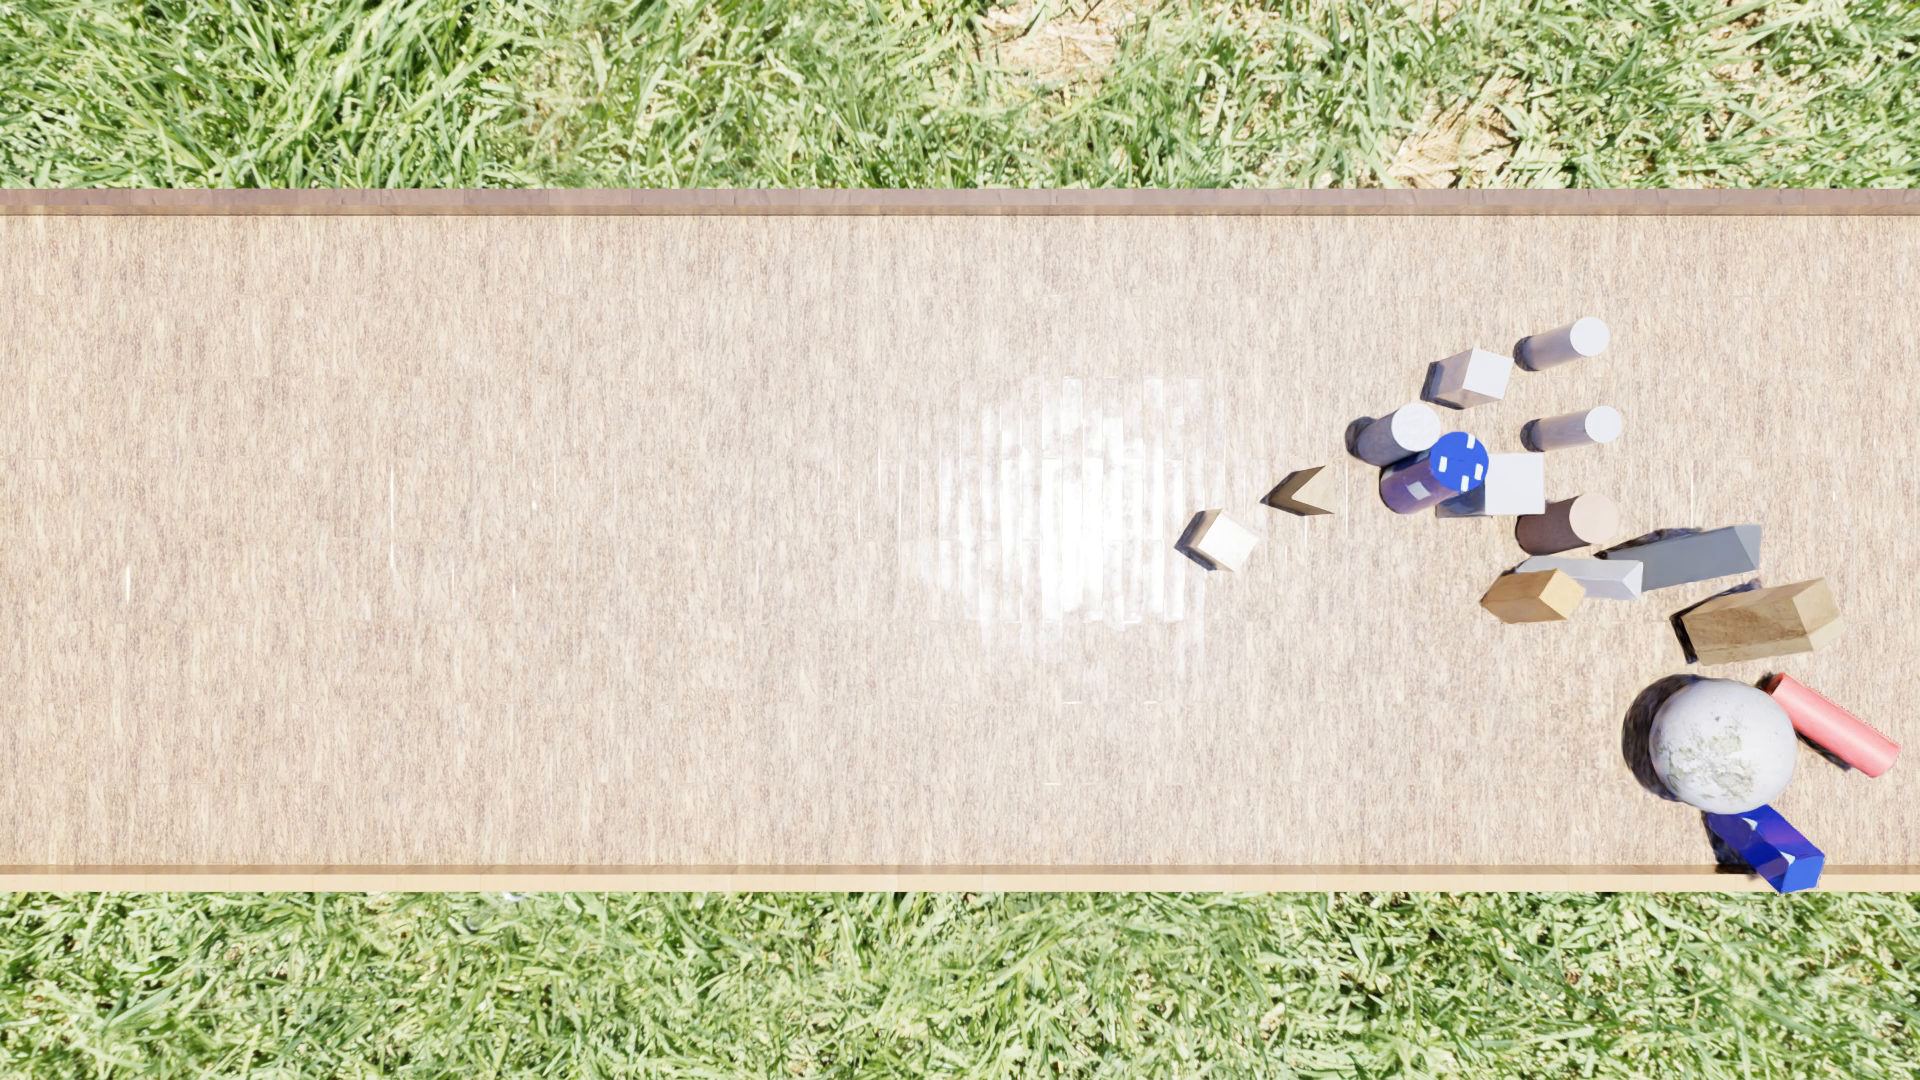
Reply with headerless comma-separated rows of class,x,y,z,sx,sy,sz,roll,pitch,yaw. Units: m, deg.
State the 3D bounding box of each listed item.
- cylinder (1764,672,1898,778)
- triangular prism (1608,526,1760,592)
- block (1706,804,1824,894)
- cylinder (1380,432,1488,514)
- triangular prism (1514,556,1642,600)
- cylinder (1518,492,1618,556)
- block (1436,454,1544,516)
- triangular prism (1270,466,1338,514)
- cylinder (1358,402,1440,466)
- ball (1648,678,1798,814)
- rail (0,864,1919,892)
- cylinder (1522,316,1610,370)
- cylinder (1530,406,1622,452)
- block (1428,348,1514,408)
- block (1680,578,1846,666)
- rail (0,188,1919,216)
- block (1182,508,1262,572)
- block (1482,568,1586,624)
cylinder,2.618,0.559,4.980,0.381,0.122,0.122,35,90,11
triangular prism,2.153,0.032,4.878,0.128,0.405,0.148,-39,102,-36
block,2.382,0.884,4.888,0.117,0.346,0.117,-7,118,-11
cylinder,1.392,-0.192,4.860,0.172,0.410,0.172,1,81,-5
triangular prism,1.850,0.098,4.918,0.114,0.358,0.098,39,69,-32
cylinder,1.799,-0.043,4.894,0.148,0.346,0.148,1,83,-6
block,1.565,-0.160,4.886,0.173,0.366,0.173,-1,90,-5
triangular prism,1.034,-0.156,4.896,0.139,0.361,0.120,18,90,0
cylinder,1.287,-0.305,4.856,0.137,0.434,0.137,0,87,1
ball,2.250,0.608,4.871,0.399,0.399,0.399,0,90,0
rail,-2.247,1.025,5.001,12.000,0.150,0.050,0,90,0
cylinder,1.787,-0.577,4.878,0.111,0.397,0.111,0,90,0
cylinder,1.809,-0.325,4.856,0.104,0.441,0.104,0,90,0
block,1.514,-0.477,4.902,0.120,0.348,0.120,16,90,0
block,2.366,0.246,4.869,0.163,0.383,0.163,-23,90,-28
rail,-2.247,-1.025,5.002,12.000,0.150,0.050,0,90,0
block,0.774,0.001,4.902,0.133,0.350,0.133,33,90,0
block,1.695,0.170,4.890,0.104,0.355,0.104,37,81,-4
